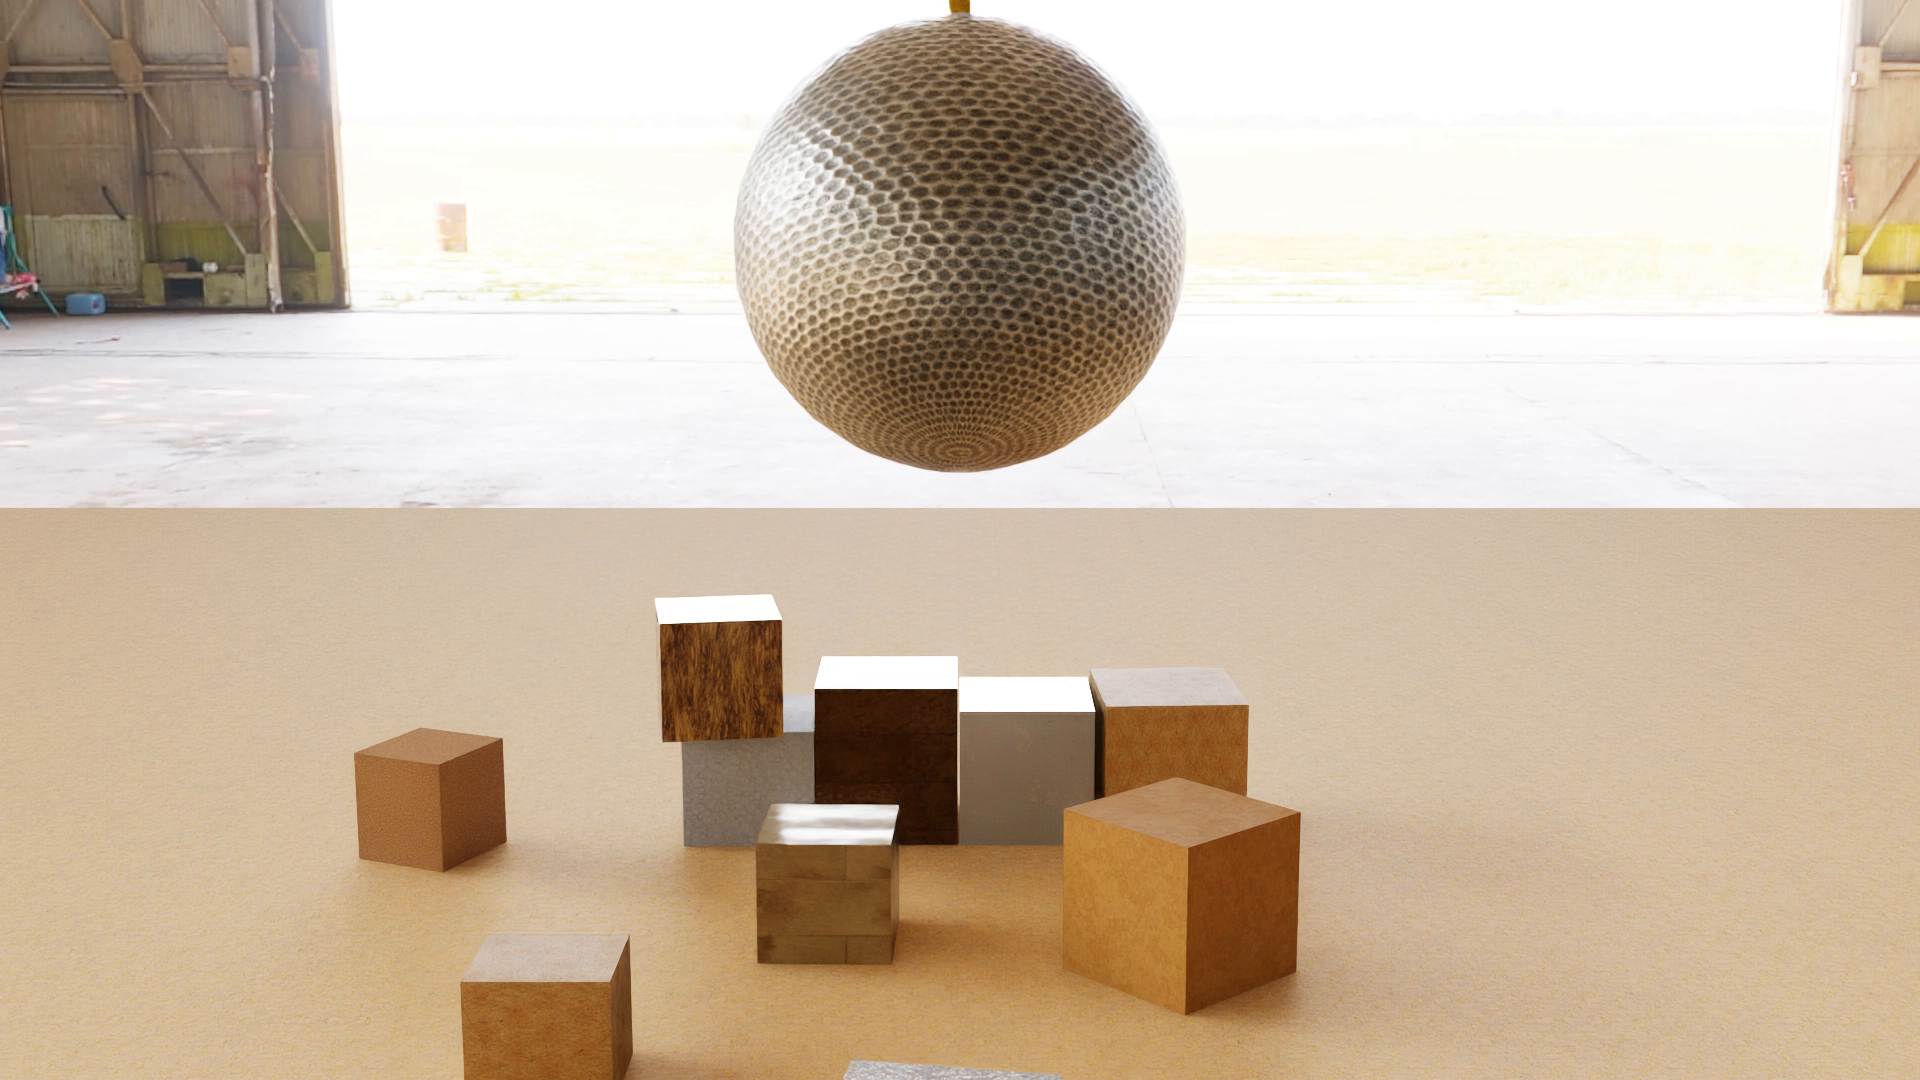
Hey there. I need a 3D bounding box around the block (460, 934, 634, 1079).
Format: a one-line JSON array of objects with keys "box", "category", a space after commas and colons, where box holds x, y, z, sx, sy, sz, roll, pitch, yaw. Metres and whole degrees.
[{"box": [-1.546, 1.803, 8.282, 0.544, 0.489, 0.492, 0, 10, 0], "category": "block"}]

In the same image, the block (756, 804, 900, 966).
[{"box": [-0.576, 1.514, 9.724, 0.579, 0.541, 0.574, 0, 10, 2], "category": "block"}]

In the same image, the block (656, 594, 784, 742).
[{"box": [-1.216, 0.638, 11.068, 0.595, 0.598, 0.596, -2, 10, -10], "category": "block"}]

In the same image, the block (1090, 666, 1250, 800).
[{"box": [1.062, 1.115, 11.365, 0.713, 0.741, 0.796, 0, 10, -3], "category": "block"}]

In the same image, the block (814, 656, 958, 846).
[{"box": [-0.370, 1.079, 11.361, 0.713, 0.813, 0.685, 0, 10, 0], "category": "block"}]

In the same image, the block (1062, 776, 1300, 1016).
[{"box": [0.939, 1.494, 9.360, 0.708, 0.712, 0.704, -9, 14, -41], "category": "block"}]

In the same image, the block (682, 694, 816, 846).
[{"box": [-1.062, 1.184, 11.393, 0.661, 0.594, 0.744, 0, 10, 0], "category": "block"}]

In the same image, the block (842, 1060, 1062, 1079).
[{"box": [-0.066, 2.023, 6.638, 0.665, 0.643, 0.633, 2, 10, 10], "category": "block"}]

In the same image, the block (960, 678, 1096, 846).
[{"box": [0.336, 1.135, 11.375, 0.675, 0.698, 0.705, 0, 10, 0], "category": "block"}]

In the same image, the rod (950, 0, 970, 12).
[{"box": [0.000, -4.196, 9.016, 0.080, 5.200, 0.080, 0, -22, 0], "category": "rod"}]

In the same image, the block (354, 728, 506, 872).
[{"box": [-2.636, 1.287, 10.970, 0.507, 0.542, 0.523, 5, 11, 24], "category": "block"}]

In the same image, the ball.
[{"box": [0.000, -1.037, 7.757, 1.600, 1.600, 1.600, 0, 10, 0], "category": "ball"}]
